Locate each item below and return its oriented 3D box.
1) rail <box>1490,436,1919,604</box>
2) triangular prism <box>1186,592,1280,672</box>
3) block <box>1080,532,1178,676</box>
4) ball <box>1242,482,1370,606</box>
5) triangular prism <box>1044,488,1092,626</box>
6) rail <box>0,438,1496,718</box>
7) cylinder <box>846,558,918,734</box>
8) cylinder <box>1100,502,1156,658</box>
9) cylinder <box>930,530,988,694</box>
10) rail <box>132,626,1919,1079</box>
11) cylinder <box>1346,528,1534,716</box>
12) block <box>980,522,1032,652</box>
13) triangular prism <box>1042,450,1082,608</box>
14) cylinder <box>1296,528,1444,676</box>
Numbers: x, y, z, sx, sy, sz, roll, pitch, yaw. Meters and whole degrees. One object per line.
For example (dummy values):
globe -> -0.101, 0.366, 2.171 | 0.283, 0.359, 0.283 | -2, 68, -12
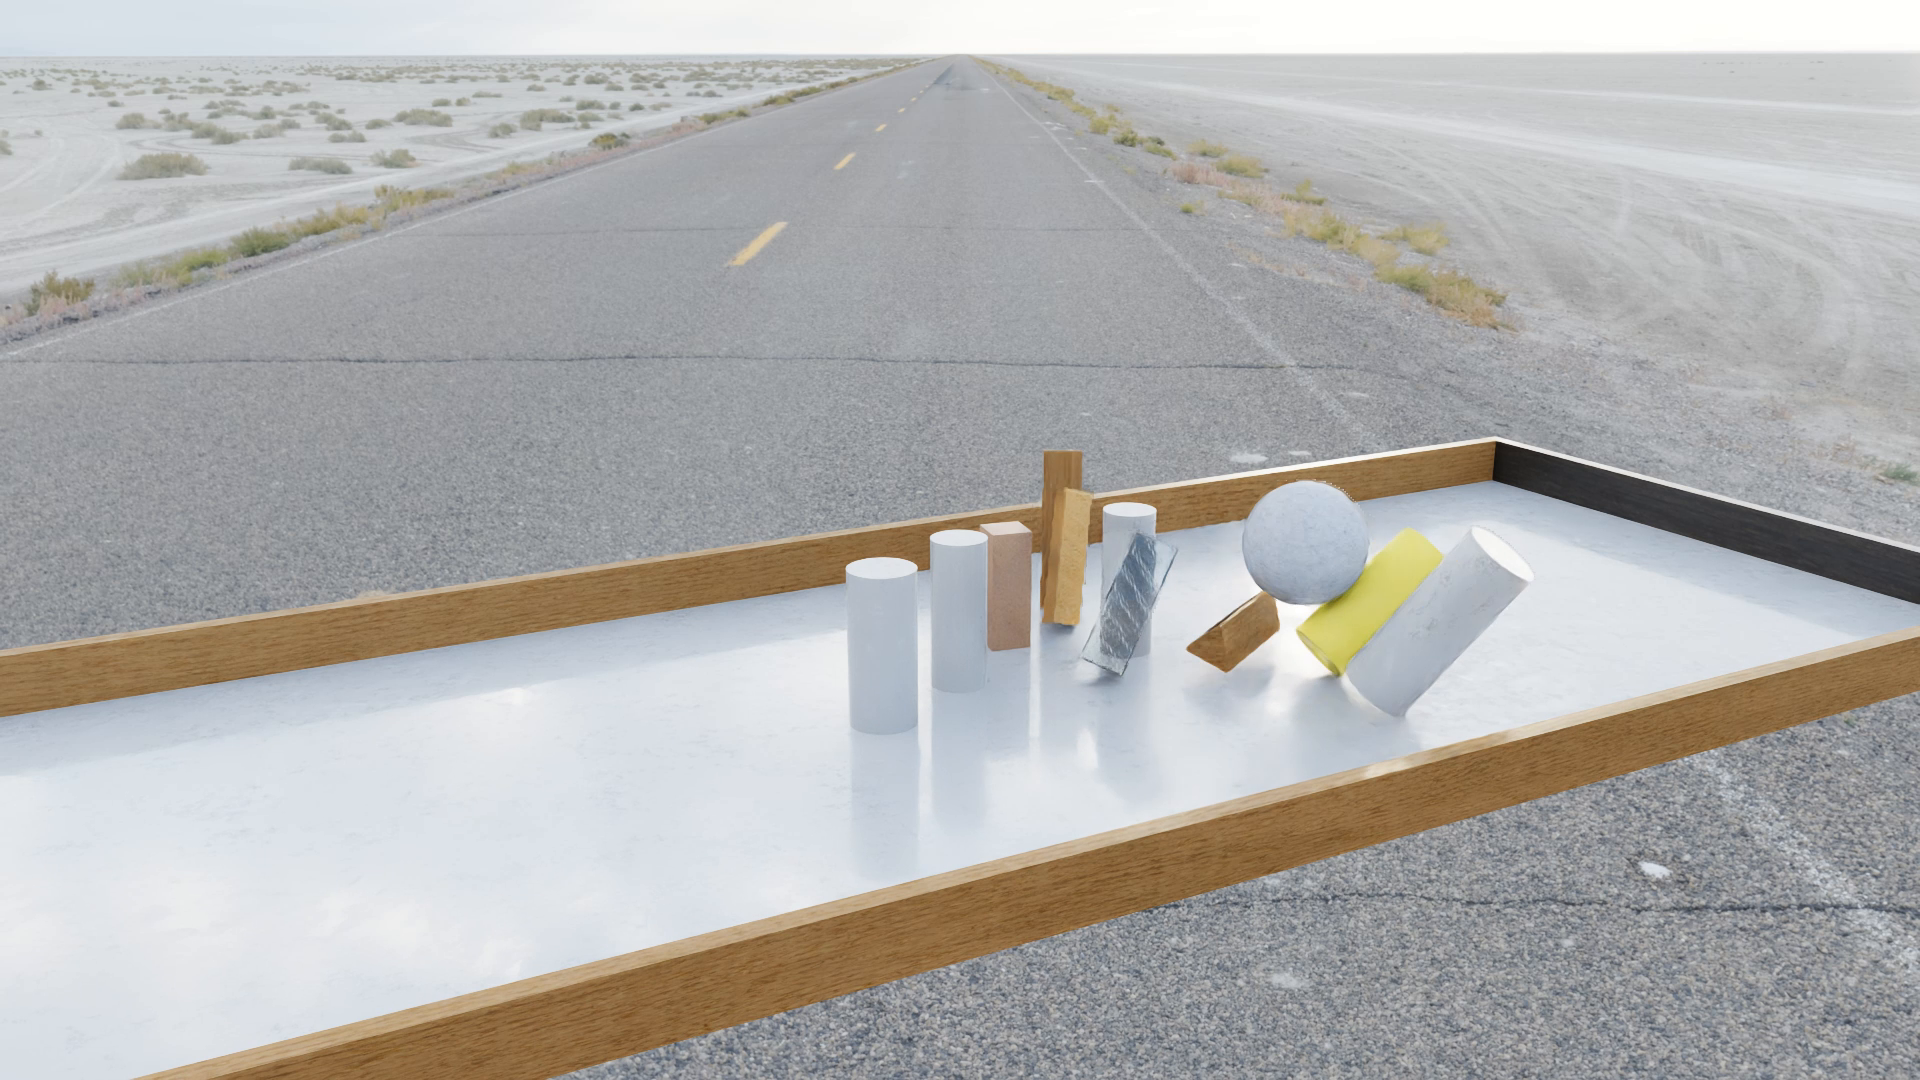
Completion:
rail -> 2.466, -0.048, 5.253 | 0.050, 0.150, 2.100 | -9, 18, -27
triangular prism -> 0.729, 0.213, 4.288 | 0.126, 0.109, 0.322 | 29, 32, 24
block -> 0.424, 0.159, 4.145 | 0.111, 0.344, 0.111 | 24, 2, 3
ball -> 0.861, 0.009, 4.115 | 0.312, 0.312, 0.312 | 0, 16, 0
triangular prism -> 0.279, 0.046, 4.552 | 0.102, 0.369, 0.089 | 9, -5, -41
rail -> -3.305, 0.497, 3.399 | 12.000, 0.150, 0.050 | -9, 18, -27
cylinder -> -0.181, 0.246, 3.845 | 0.165, 0.379, 0.165 | 0, 16, 0
cylinder -> 0.438, 0.105, 4.317 | 0.138, 0.384, 0.138 | 0, 16, 0
cylinder -> -0.003, 0.176, 4.083 | 0.142, 0.379, 0.142 | 0, 16, 0
rail -> -2.336, 1.006, 1.665 | 12.000, 0.150, 0.050 | -9, 18, -27
cylinder -> 1.116, 0.195, 3.855 | 0.178, 0.450, 0.178 | 29, 26, -16
block -> 0.120, 0.122, 4.374 | 0.108, 0.319, 0.108 | -5, 17, -17
triangular prism -> 0.262, -0.031, 4.664 | 0.123, 0.440, 0.107 | 0, 3, -27
cylinder -> 1.044, 0.156, 4.166 | 0.383, 0.163, 0.163 | -42, 23, -2
